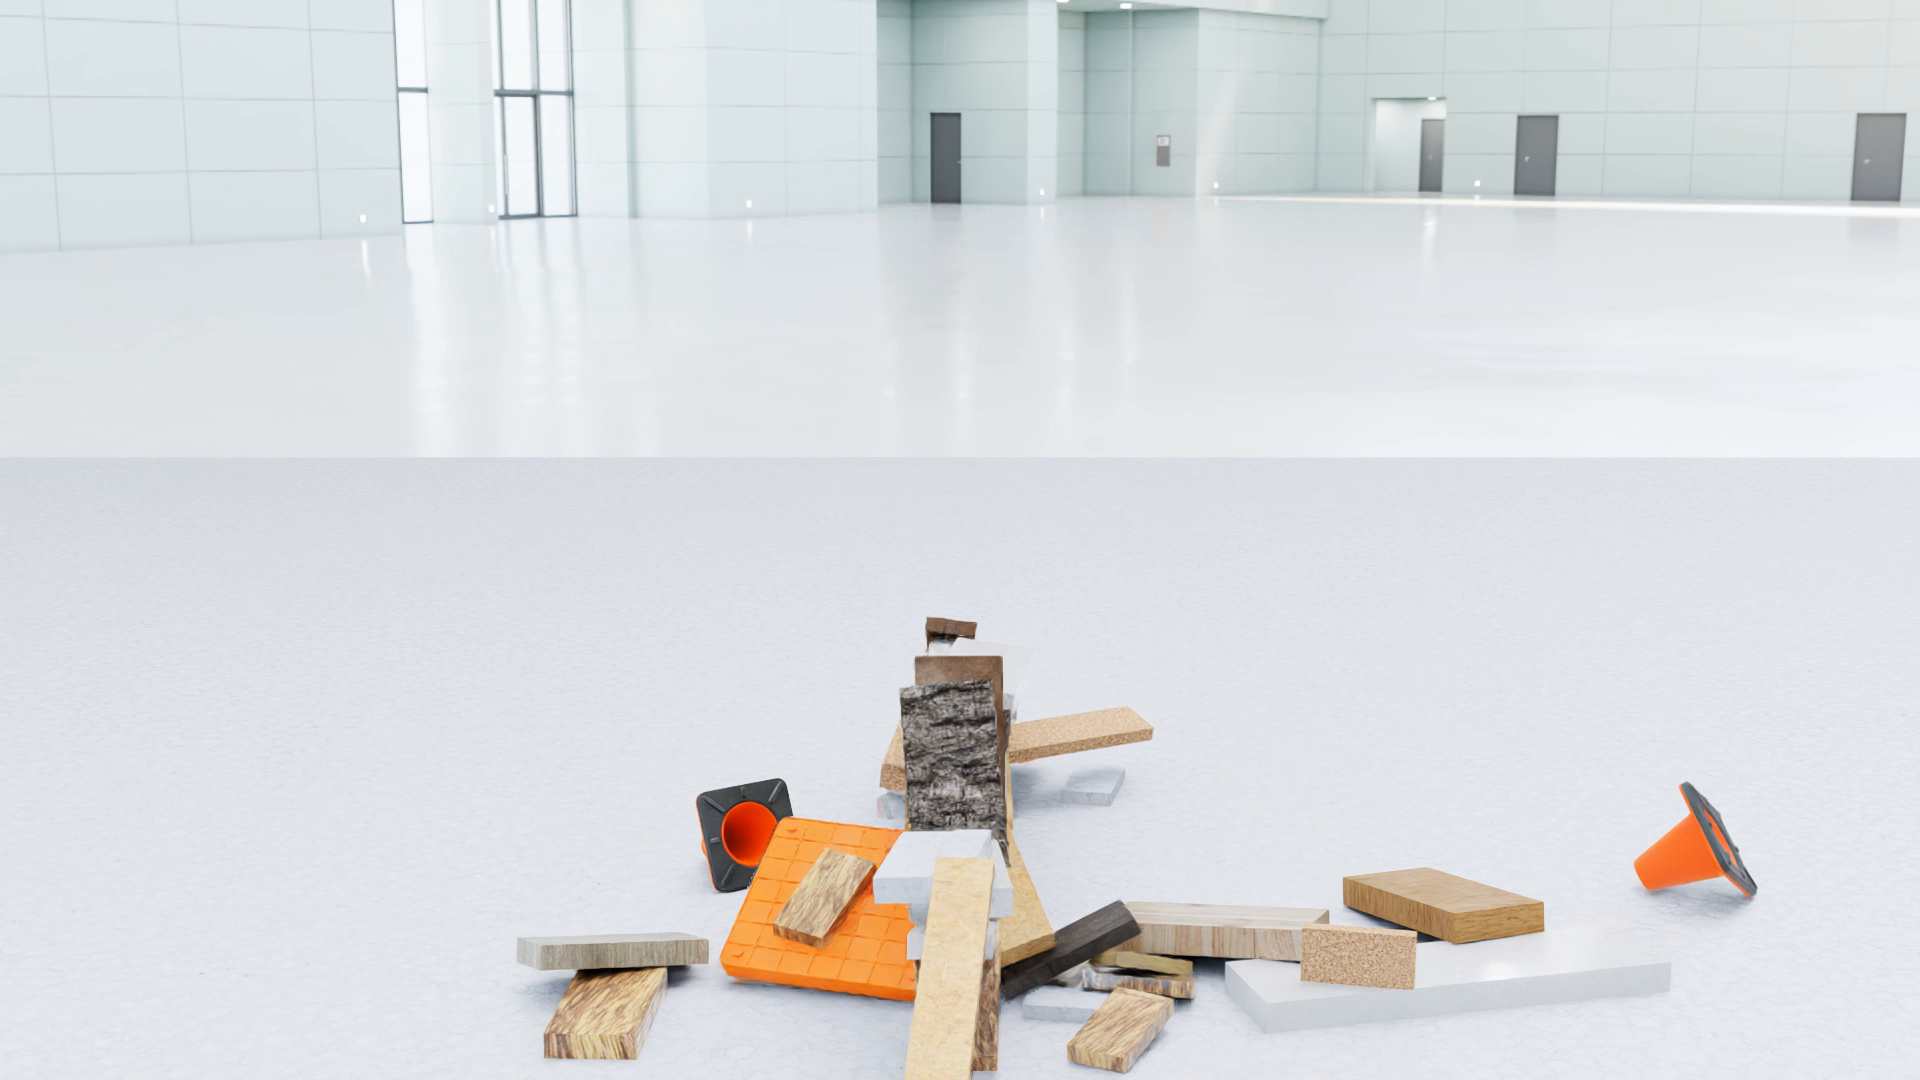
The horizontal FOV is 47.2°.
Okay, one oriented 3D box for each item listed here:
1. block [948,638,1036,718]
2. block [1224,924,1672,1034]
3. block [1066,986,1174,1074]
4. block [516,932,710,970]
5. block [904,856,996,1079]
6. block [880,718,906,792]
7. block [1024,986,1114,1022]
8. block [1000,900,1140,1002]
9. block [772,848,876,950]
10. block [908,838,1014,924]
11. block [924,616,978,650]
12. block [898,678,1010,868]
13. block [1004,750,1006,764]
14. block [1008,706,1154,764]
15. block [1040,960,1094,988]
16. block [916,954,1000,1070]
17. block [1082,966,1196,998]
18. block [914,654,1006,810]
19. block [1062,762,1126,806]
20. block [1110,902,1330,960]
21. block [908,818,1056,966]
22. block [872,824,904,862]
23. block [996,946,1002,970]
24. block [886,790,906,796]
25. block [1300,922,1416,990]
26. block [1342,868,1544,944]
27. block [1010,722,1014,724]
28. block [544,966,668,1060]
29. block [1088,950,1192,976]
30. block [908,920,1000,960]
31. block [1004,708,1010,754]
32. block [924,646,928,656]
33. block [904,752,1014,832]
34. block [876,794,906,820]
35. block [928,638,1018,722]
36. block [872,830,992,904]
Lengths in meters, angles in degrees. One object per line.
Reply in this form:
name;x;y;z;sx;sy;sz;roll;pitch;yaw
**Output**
block;0.041;0.236;3.813;0.142;0.040;0.283;8;14;7
block;0.721;0.645;3.248;0.639;0.046;0.161;-3;11;-14
block;0.224;0.679;3.053;0.086;0.024;0.172;7;20;27
block;-0.518;0.613;3.280;0.257;0.036;0.128;3;-5;-26
block;-0.023;0.616;2.643;0.076;0.021;0.588;1;42;7
block;-0.026;0.366;4.036;0.176;0.050;0.352;10;23;6
block;0.171;0.671;3.174;0.151;0.021;0.076;2;10;10
block;0.152;0.601;3.226;0.220;0.024;0.086;-26;14;-4
block;-0.203;0.540;3.321;0.086;0.024;0.172;12;39;23
block;-0.006;0.477;3.092;0.140;0.040;0.280;-4;6;-3
block;-0.015;0.182;4.118;0.093;0.026;0.186;7;-14;3
block;-0.009;0.355;3.289;0.140;0.280;0.040;-6;-12;4
block;0.005;0.478;3.525;0.139;0.277;0.039;0;-10;2
block;0.158;0.376;4.169;0.442;0.026;0.093;-6;27;-29
block;0.150;0.643;3.319;0.081;0.023;0.161;4;11;21
block;-0.003;0.628;2.915;0.108;0.217;0.031;0;42;0
block;0.263;0.647;3.221;0.161;0.023;0.081;4;-4;9
block;-0.001;0.321;3.437;0.139;0.277;0.039;-1;-9;-2
block;0.258;0.471;4.238;0.093;0.026;0.186;2;11;12
block;0.388;0.597;3.366;0.322;0.046;0.161;-2;2;23
block;0.030;0.511;3.290;0.140;0.040;0.280;-20;47;-5
block;-0.093;0.520;3.869;0.019;0.066;0.132;44;30;20
block;-0.001;0.619;3.039;0.108;0.031;0.217;0;-33;-1
block;-0.027;0.440;4.097;0.130;0.037;0.260;3;4;19
block;0.572;0.598;3.157;0.161;0.081;0.023;2;11;13
block;0.761;0.576;3.487;0.161;0.046;0.322;-3;3;-21
block;0.028;0.416;4.503;0.130;0.037;0.260;2;11;10
block;-0.502;0.670;3.137;0.128;0.036;0.257;0;11;2
block;0.266;0.624;3.245;0.076;0.021;0.151;-6;-17;43
block;-0.006;0.525;2.895;0.108;0.031;0.217;-1;-5;3
block;0.012;0.316;3.722;0.142;0.040;0.283;9;-12;3
block;0.014;0.258;4.134;0.176;0.050;0.352;7;9;2
block;-0.004;0.402;3.833;0.176;0.050;0.385;6;23;-3
block;-0.051;0.479;4.070;0.130;0.037;0.260;2;4;17
block;0.021;0.247;3.933;0.142;0.040;0.284;5;17;-5
block;-0.034;0.447;3.021;0.128;0.036;0.257;-3;6;7
